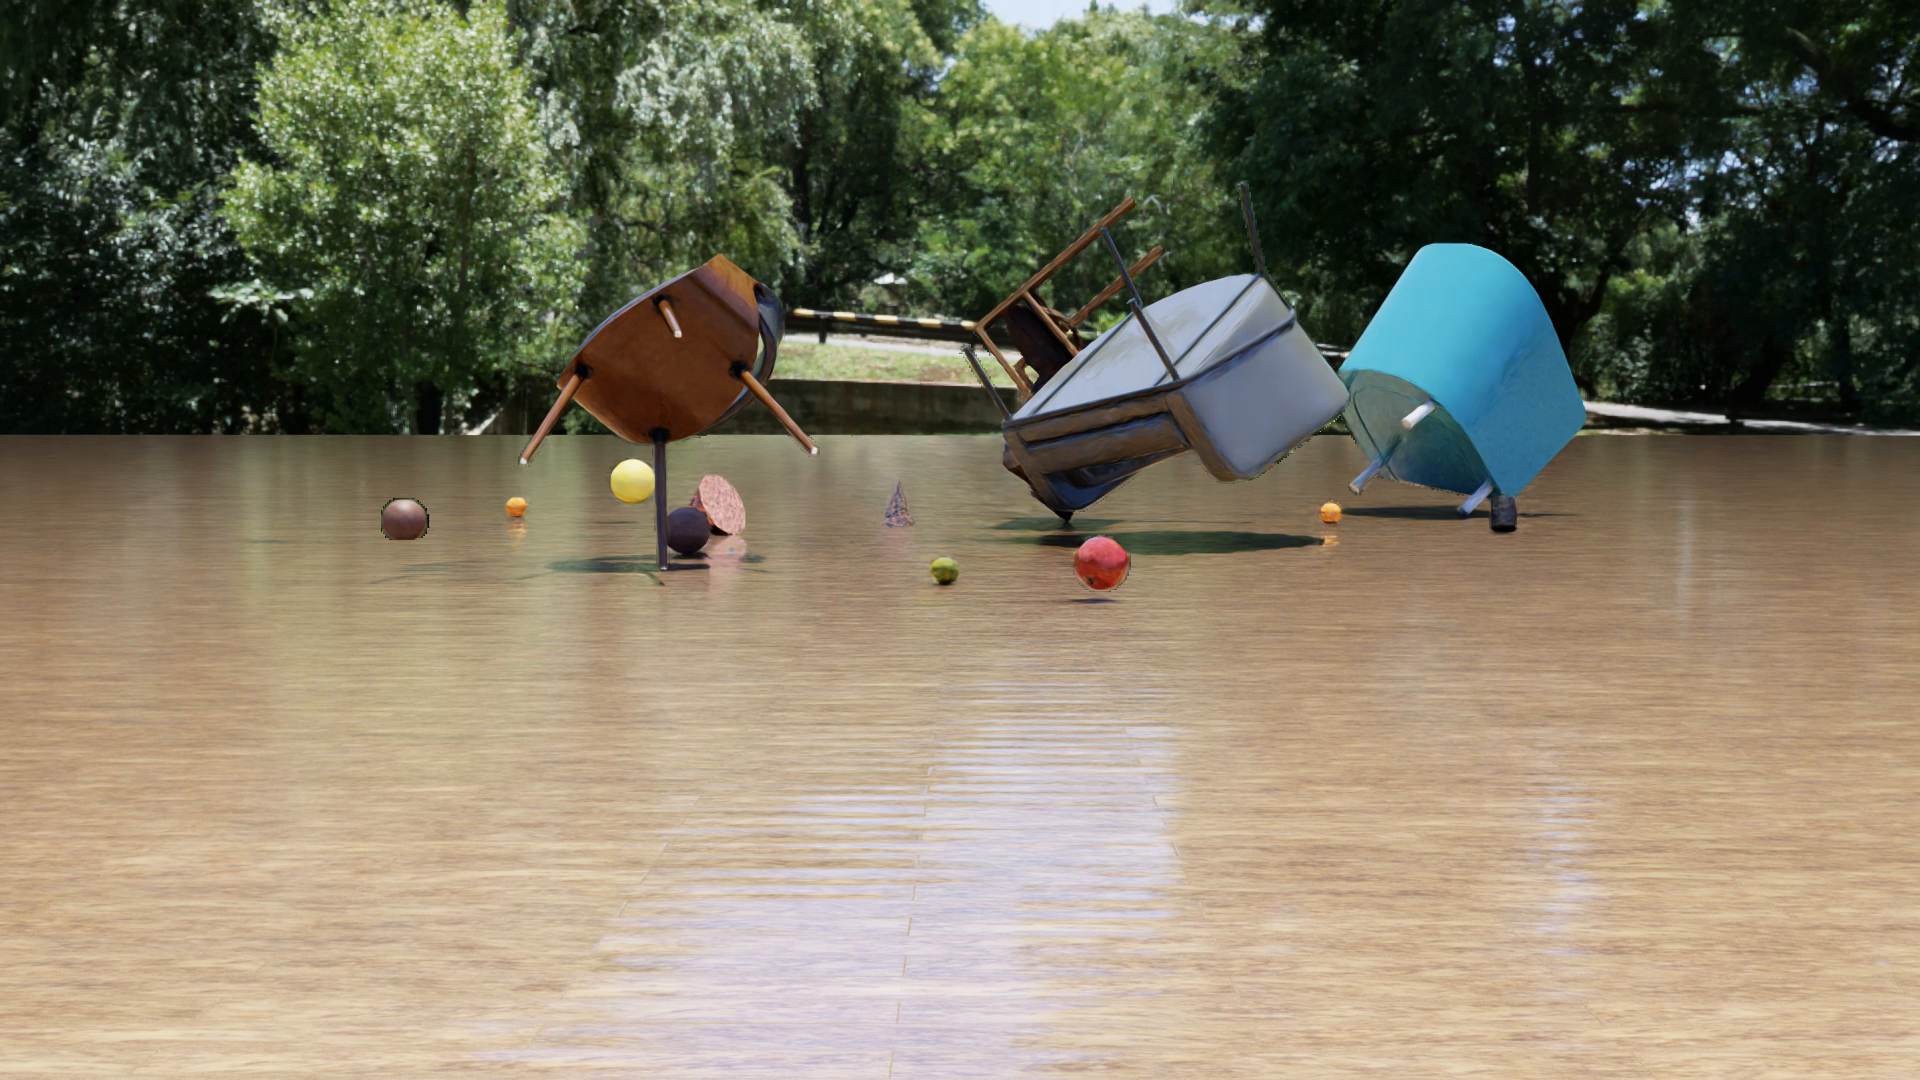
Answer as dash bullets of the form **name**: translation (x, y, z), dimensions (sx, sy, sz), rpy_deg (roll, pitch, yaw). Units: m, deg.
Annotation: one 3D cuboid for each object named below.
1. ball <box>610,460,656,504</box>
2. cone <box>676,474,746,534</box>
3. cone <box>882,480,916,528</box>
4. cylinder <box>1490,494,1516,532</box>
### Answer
- **ball**: translation (-1.100, -0.195, 7.390), dimensions (0.150, 0.150, 0.150), rpy_deg (0, 4, 0)
- **cone**: translation (-0.813, -0.067, 6.845), dimensions (0.203, 0.206, 0.212), rpy_deg (-28, -4, 26)
- **cone**: translation (-0.201, -0.124, 7.195), dimensions (0.118, 0.158, 0.105), rpy_deg (3, 5, 35)
- **cylinder**: translation (1.695, -0.082, 6.854), dimensions (0.075, 0.096, 0.096), rpy_deg (-7, -17, 27)
